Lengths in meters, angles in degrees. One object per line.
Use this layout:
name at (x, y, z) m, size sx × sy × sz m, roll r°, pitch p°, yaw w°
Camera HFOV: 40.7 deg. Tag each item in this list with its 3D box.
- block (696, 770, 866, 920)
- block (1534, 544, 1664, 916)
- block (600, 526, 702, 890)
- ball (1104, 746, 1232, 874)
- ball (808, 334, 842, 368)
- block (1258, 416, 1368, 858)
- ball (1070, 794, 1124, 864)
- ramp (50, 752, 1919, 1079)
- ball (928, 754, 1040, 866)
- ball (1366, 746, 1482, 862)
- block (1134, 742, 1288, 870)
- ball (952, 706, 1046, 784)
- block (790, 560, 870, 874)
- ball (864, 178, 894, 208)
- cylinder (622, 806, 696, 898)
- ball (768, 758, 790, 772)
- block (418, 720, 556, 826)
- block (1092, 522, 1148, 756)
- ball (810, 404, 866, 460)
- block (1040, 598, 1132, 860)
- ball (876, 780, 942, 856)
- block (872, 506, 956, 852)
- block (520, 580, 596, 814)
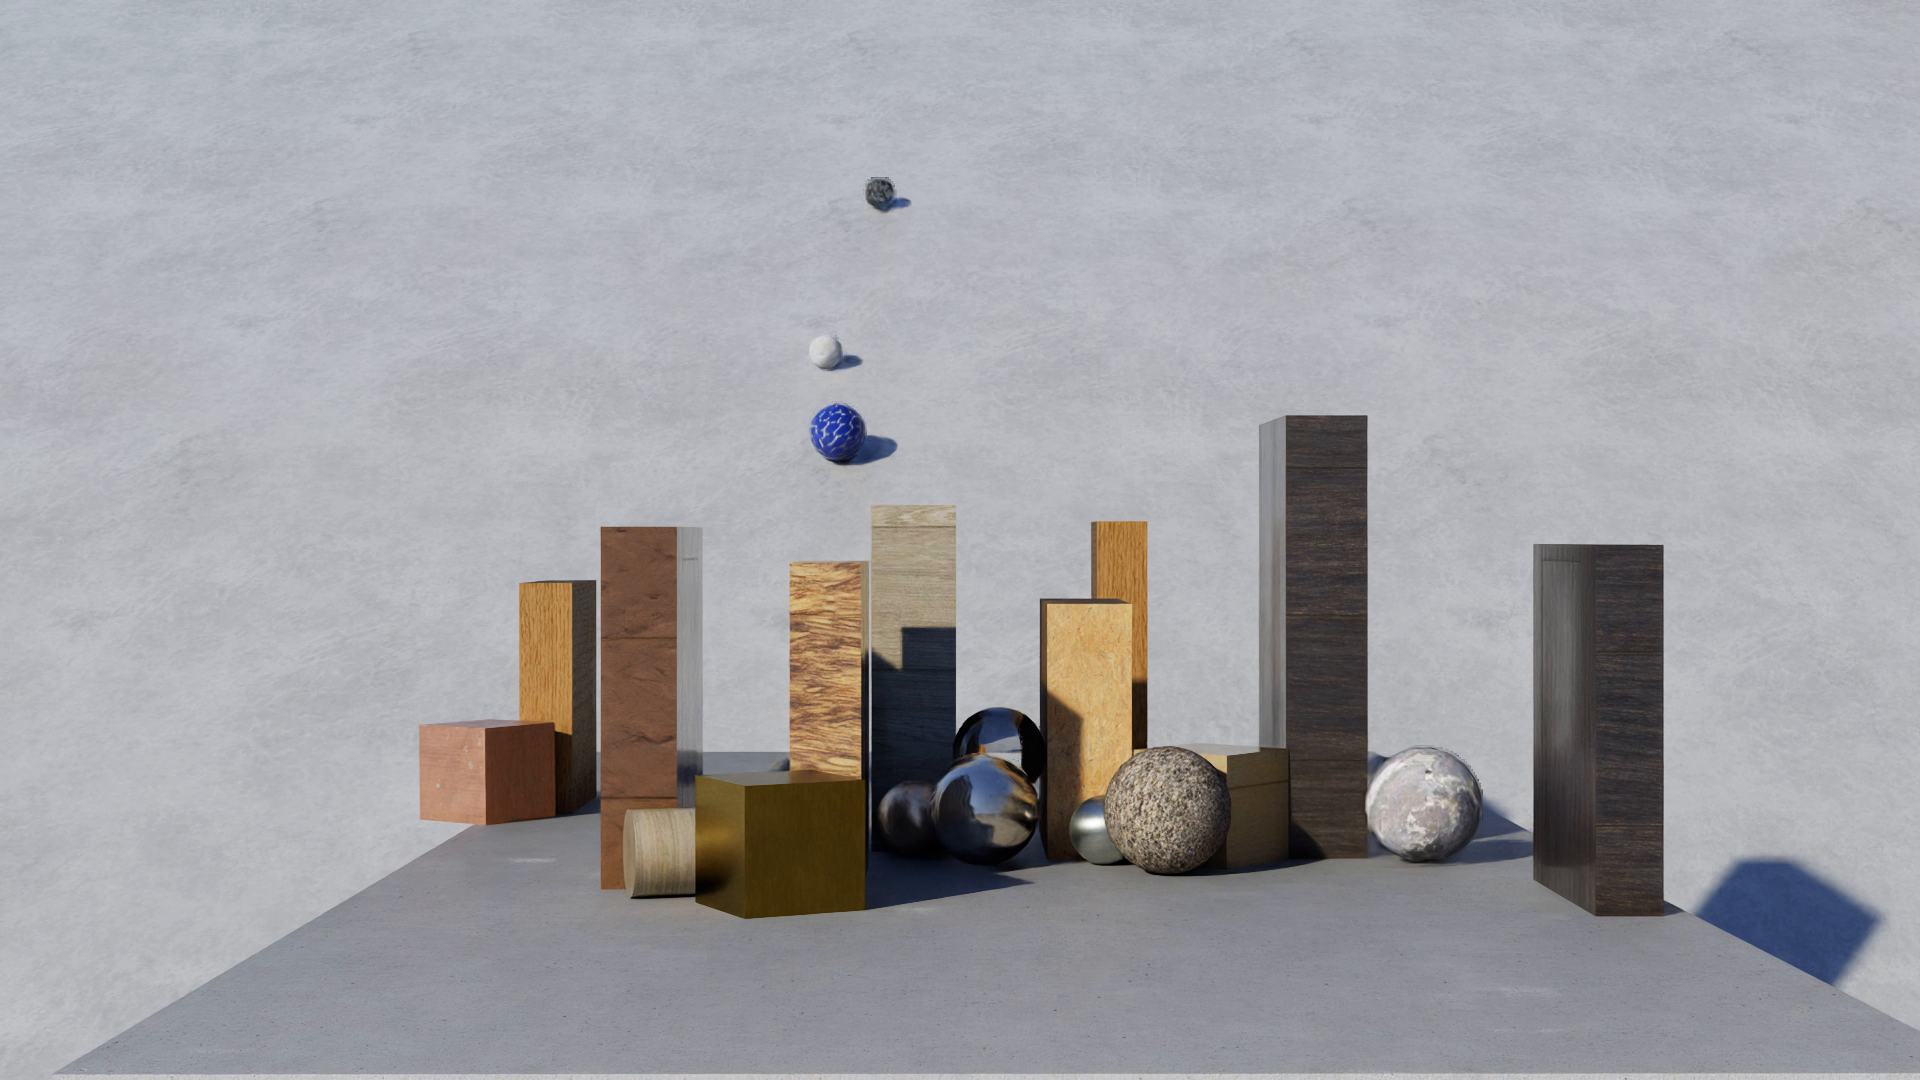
block at (-0.269, 0.450, 3.859) m, size 0.192 × 0.192 × 0.192 m, roll 0°, pitch 0°, yaw -27°
block at (0.971, 0.276, 3.953) m, size 0.099 × 0.539 × 0.408 m, roll 0°, pitch 0°, yaw 0°
block at (-0.502, 0.262, 4.248) m, size 0.120 × 0.567 × 0.407 m, roll 0°, pitch 0°, yaw 0°
ball at (0.339, 0.441, 4.228) m, size 0.209 × 0.209 × 0.209 m, roll 0°, pitch 30°, yaw 0°
ball at (-0.456, -0.638, 8.773) m, size 0.115 × 0.115 × 0.115 m, roll 0°, pitch 30°, yaw 0°
block at (0.628, 0.166, 4.625) m, size 0.140 × 0.759 × 0.394 m, roll 0°, pitch 0°, yaw 0°
ball at (0.242, 0.487, 4.351) m, size 0.117 × 0.117 × 0.117 m, roll 0°, pitch 30°, yaw 0°
ramp at (0.067, 0.596, 4.652) m, size 2.000 × 0.100 × 4.000 m, roll 0°, pitch 0°, yaw 0°
ball at (0.041, 0.453, 4.345) m, size 0.186 × 0.186 × 0.186 m, roll 0°, pitch 30°, yaw 0°
ball at (0.785, 0.448, 4.381) m, size 0.195 × 0.195 × 0.195 m, roll 0°, pitch 30°, yaw 0°
block at (0.429, 0.451, 4.412) m, size 0.189 × 0.189 × 0.189 m, roll 0°, pitch 0°, yaw 40°
ball at (0.068, 0.370, 4.495) m, size 0.162 × 0.162 × 0.162 m, roll 0°, pitch 30°, yaw 0°
block at (-0.208, 0.290, 4.164) m, size 0.110 × 0.512 × 0.351 m, roll 0°, pitch 0°, yaw 0°
ball at (-0.310, -1.339, 9.996) m, size 0.115 × 0.115 × 0.115 m, roll 0°, pitch 30°, yaw 0°
cylinder at (-0.441, 0.479, 3.975) m, size 0.135 × 0.135 × 0.135 m, roll 0°, pitch 29°, yaw -16°
ball at (-0.295, 0.471, 4.760) m, size 0.149 × 0.149 × 0.149 m, roll 0°, pitch 30°, yaw 0°
block at (-0.927, 0.453, 5.077) m, size 0.185 × 0.185 × 0.185 m, roll 0°, pitch 0°, yaw 36°
block at (0.338, 0.253, 5.504) m, size 0.105 × 0.584 × 0.240 m, roll 0°, pitch 0°, yaw 0°
ball at (-0.387, -0.341, 8.191) m, size 0.179 × 0.179 × 0.179 m, roll 0°, pitch 30°, yaw 0°
block at (0.221, 0.327, 4.614) m, size 0.144 × 0.437 × 0.409 m, roll 0°, pitch 0°, yaw 0°
ball at (-0.078, 0.480, 4.461) m, size 0.131 × 0.131 × 0.131 m, roll 0°, pitch 30°, yaw 0°
block at (-0.081, 0.242, 4.677) m, size 0.148 × 0.607 × 0.300 m, roll 0°, pitch 0°, yaw 0°
block at (-0.826, 0.316, 5.330) m, size 0.105 × 0.460 × 0.348 m, roll 0°, pitch 0°, yaw 0°
